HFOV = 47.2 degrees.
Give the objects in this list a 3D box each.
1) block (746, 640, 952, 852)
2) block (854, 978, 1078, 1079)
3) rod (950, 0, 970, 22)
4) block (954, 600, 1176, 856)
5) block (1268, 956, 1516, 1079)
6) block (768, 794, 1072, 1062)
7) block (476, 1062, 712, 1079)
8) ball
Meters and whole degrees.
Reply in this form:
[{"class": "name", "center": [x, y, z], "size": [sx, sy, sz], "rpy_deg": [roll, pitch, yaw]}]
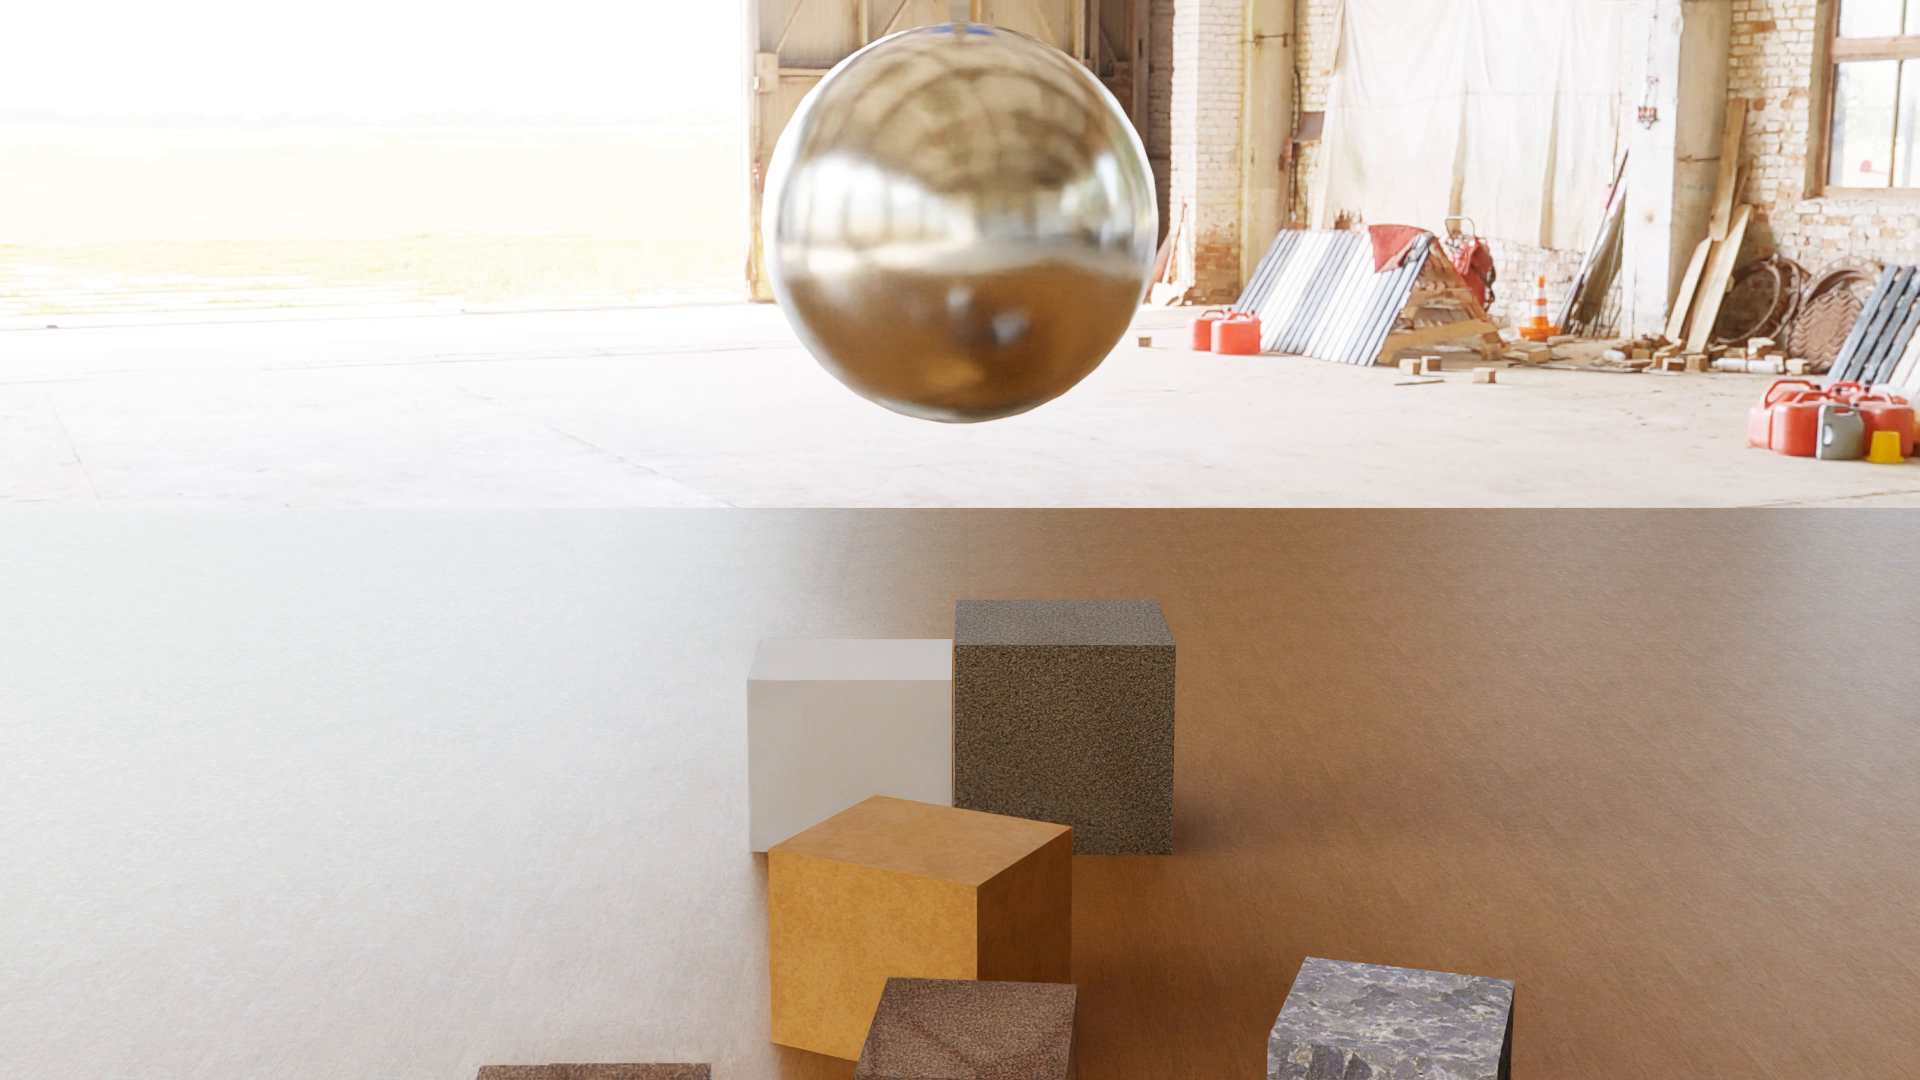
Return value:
[{"class": "block", "center": [-0.546, 1.044, 11.352], "size": [1.012, 0.885, 0.895], "rpy_deg": [0, 10, 0]}, {"class": "block", "center": [0.036, 1.906, 7.086], "size": [0.642, 0.714, 0.791], "rpy_deg": [1, 10, 6]}, {"class": "rod", "center": [0.000, -4.621, 9.440], "size": [0.080, 5.200, 0.080], "rpy_deg": [0, -10, 0]}, {"class": "block", "center": [0.517, 0.945, 11.375], "size": [1.083, 1.071, 1.074], "rpy_deg": [0, 10, 0]}, {"class": "block", "center": [1.435, 1.880, 7.304], "size": [0.713, 0.687, 0.744], "rpy_deg": [3, 11, 18]}, {"class": "block", "center": [-0.146, 1.564, 8.742], "size": [0.917, 0.794, 0.818], "rpy_deg": [6, 12, 28]}, {"class": "block", "center": [-1.106, 2.014, 6.514], "size": [0.707, 0.663, 0.682], "rpy_deg": [0, 14, -3]}, {"class": "ball", "center": [0.000, -1.269, 8.871], "size": [1.600, 1.600, 1.600], "rpy_deg": [0, 10, 0]}]
